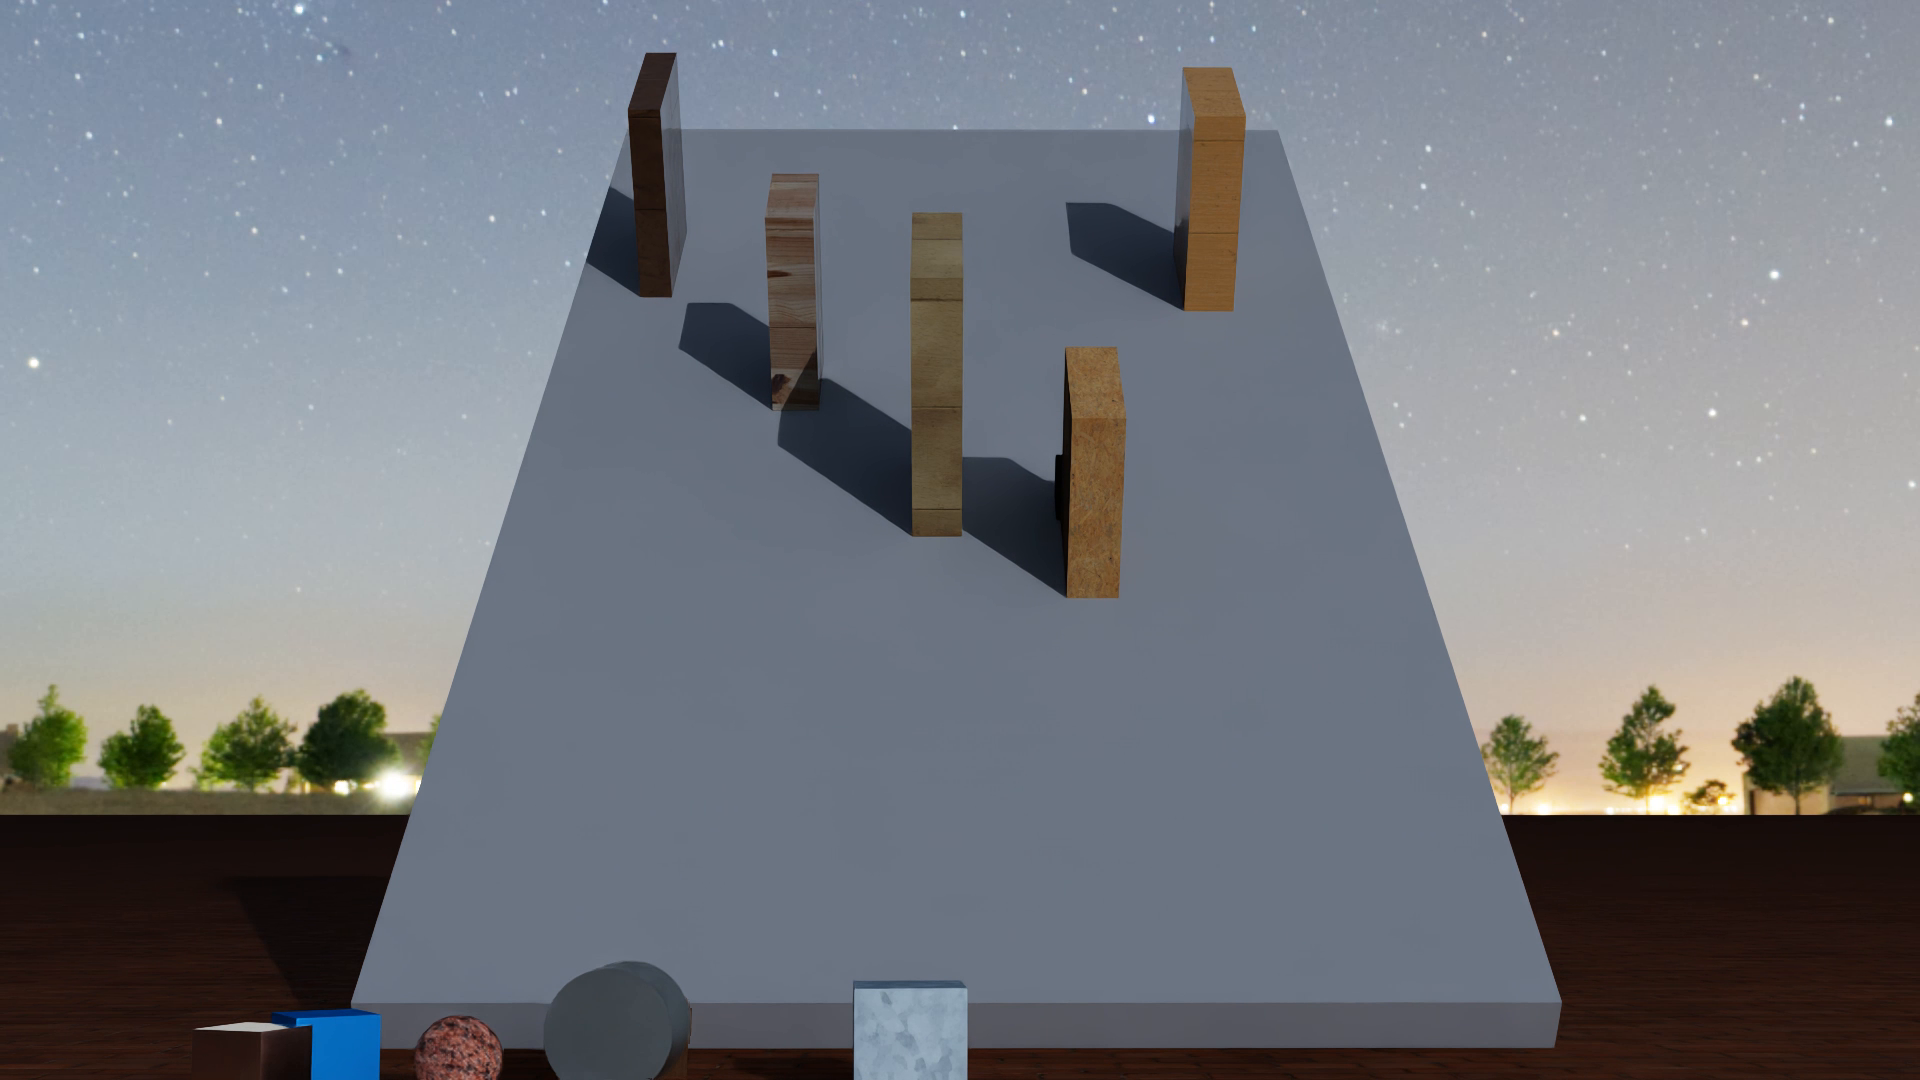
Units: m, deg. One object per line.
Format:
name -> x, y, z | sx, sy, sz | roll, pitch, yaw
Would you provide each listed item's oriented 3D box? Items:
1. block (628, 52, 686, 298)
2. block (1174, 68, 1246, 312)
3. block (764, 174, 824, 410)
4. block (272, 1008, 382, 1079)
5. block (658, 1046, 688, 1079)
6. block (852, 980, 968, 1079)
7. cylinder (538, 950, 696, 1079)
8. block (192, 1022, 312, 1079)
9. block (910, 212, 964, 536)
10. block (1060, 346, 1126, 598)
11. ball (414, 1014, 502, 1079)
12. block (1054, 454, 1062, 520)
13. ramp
block -> -0.800, -0.973, 6.437 | 0.082, 0.519, 0.433 | 0, 30, 0
block -> 0.649, -0.919, 6.341 | 0.128, 0.535, 0.364 | 0, 30, 0
block -> -0.395, -0.595, 5.817 | 0.111, 0.498, 0.272 | 0, 30, 0
block -> -0.878, 0.714, 3.348 | 0.117, 0.117, 0.117 | 4, -7, -32
block -> -0.490, 0.747, 3.640 | 0.115, 0.115, 0.115 | 6, -8, -42
block -> -0.071, 0.699, 3.380 | 0.154, 0.154, 0.154 | 0, -6, -3
cylinder -> -0.484, 0.692, 3.436 | 0.179, 0.179, 0.179 | -1, 4, 9
block -> -0.943, 0.704, 3.227 | 0.109, 0.109, 0.109 | -2, -7, 21
block -> -0.050, -0.362, 5.304 | 0.109, 0.619, 0.345 | 0, 30, 0
block -> 0.279, -0.144, 5.127 | 0.109, 0.426, 0.329 | 0, 30, 0
ball -> -0.684, 0.708, 3.302 | 0.119, 0.119, 0.119 | 0, -6, 0
block -> 0.267, -0.117, 5.396 | 0.107, 0.107, 0.107 | 0, 30, 0
ramp -> -0.013, -0.206, 5.749 | 2.000, 0.100, 4.000 | 0, 30, 0
